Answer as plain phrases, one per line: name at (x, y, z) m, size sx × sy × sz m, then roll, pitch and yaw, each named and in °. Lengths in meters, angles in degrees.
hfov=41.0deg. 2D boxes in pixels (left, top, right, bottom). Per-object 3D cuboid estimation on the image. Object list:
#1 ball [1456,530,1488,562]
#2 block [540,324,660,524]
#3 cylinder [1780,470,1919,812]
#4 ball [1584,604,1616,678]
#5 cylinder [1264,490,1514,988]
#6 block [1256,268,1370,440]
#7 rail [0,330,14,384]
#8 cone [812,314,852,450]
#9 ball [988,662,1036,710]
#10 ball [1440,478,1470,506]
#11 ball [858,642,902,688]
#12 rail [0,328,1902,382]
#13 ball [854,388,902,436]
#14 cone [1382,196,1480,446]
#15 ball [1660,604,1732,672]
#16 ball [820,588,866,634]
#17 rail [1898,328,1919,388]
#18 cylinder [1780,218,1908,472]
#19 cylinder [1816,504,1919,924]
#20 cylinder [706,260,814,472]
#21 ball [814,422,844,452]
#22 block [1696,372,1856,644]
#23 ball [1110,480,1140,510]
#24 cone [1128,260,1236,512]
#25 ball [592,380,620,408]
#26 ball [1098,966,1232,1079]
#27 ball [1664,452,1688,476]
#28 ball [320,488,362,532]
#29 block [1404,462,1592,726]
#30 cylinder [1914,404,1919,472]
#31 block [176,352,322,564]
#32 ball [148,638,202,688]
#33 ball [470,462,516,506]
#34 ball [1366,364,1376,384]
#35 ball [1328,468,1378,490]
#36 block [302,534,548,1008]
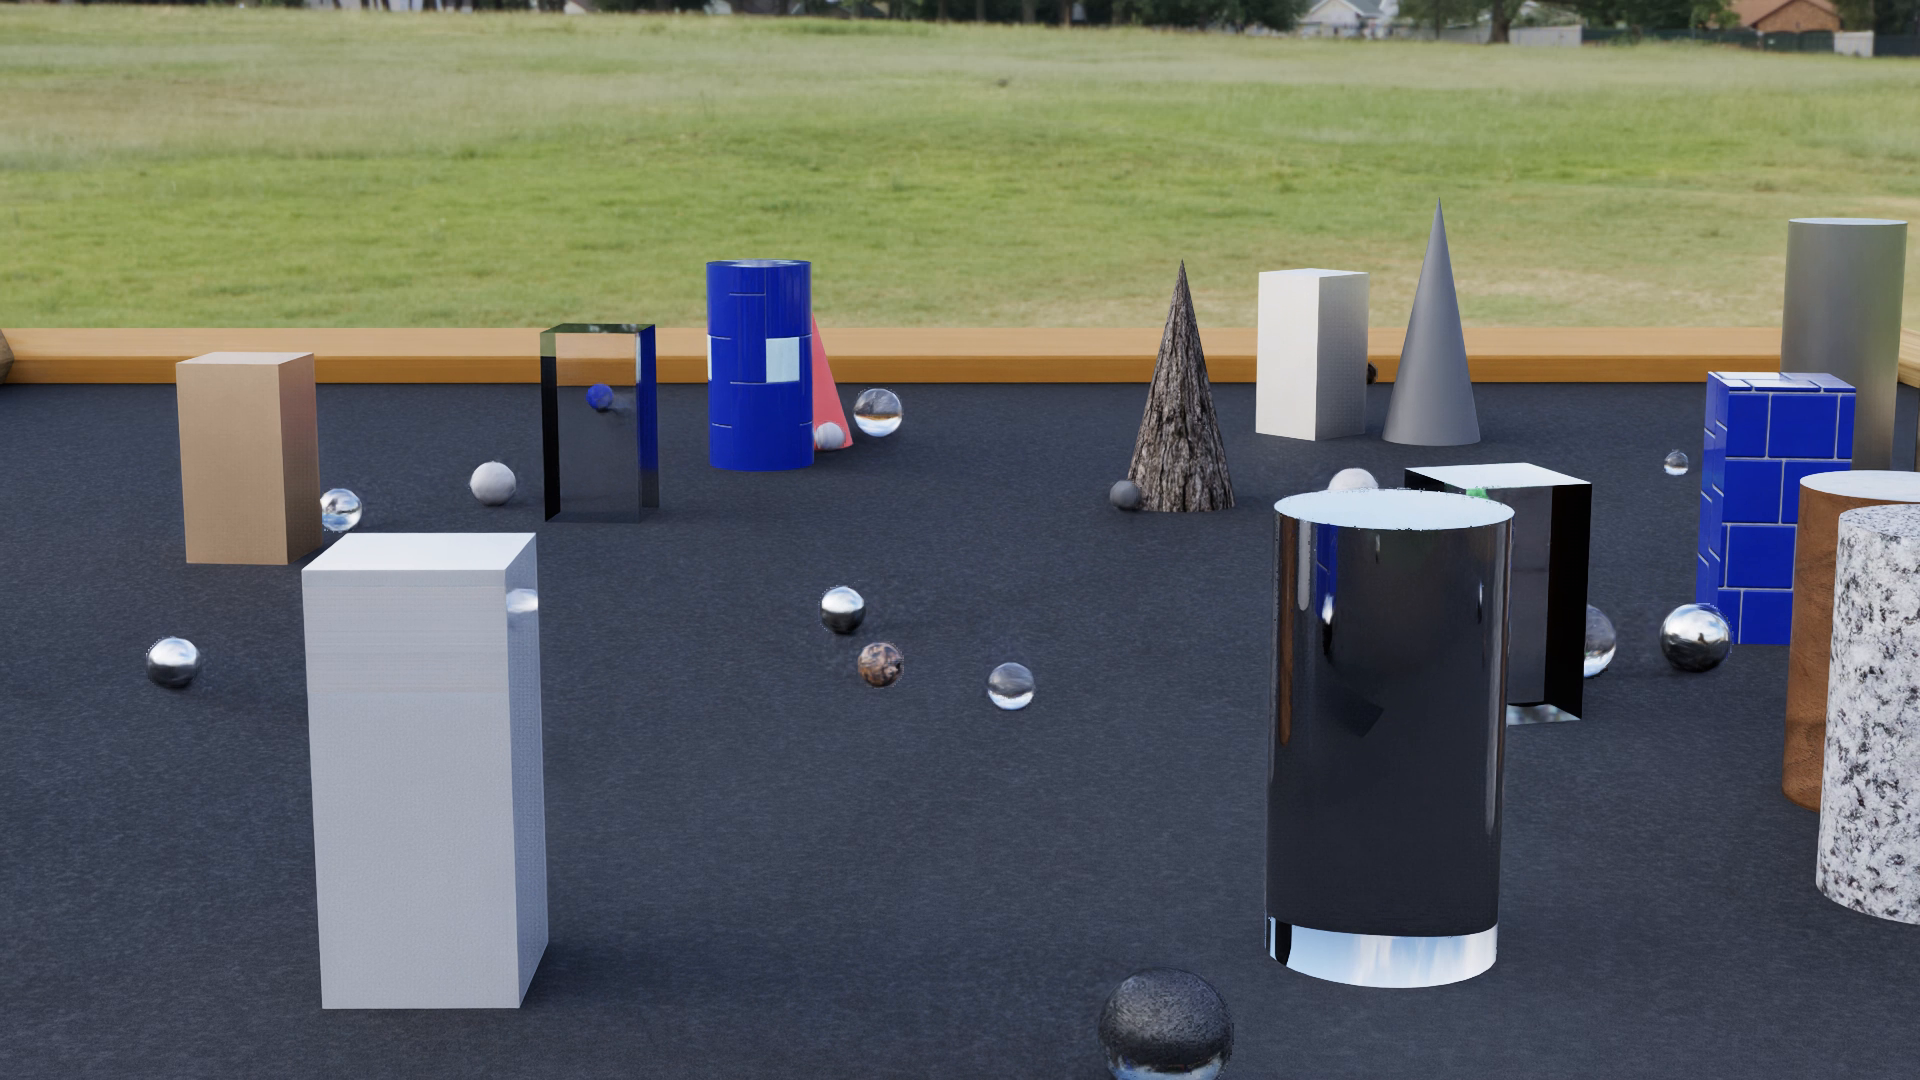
ball at (0.758, 0.008, 3.795) m, size 0.047 × 0.047 × 0.047 m, roll 0°, pitch 11°, yaw 0°
block at (-0.583, -0.191, 4.161) m, size 0.153 × 0.305 × 0.153 m, roll 1°, pitch 11°, yaw 5°
cylinder at (0.925, 0.103, 2.547) m, size 0.192 × 0.317 × 0.192 m, roll 0°, pitch 11°, yaw 0°
ball at (0.739, 0.120, 3.071) m, size 0.091 × 0.091 × 0.091 m, roll 0°, pitch 11°, yaw 0°
cylinder at (0.350, 0.157, 2.107) m, size 0.192 × 0.371 × 0.192 m, roll 0°, pitch 11°, yaw 0°
block at (0.699, -0.370, 5.087) m, size 0.153 × 0.319 × 0.153 m, roll -9°, pitch 14°, yaw -41°
rail at (-2.166, 0.034, 3.437) m, size 0.045 × 0.125 × 5.012 m, roll 0°, pitch 11°, yaw 0°
cone at (-0.303, -0.345, 4.943) m, size 0.192 × 0.322 × 0.192 m, roll 0°, pitch 11°, yaw 0°
ball at (0.058, 0.167, 2.922) m, size 0.054 × 0.054 × 0.054 m, roll 0°, pitch 11°, yaw 0°
ball at (0.822, -0.080, 4.264) m, size 0.049 × 0.049 × 0.049 m, roll 0°, pitch 11°, yaw 0°
ball at (-0.095, 0.147, 3.031) m, size 0.053 × 0.053 × 0.053 m, roll 0°, pitch 11°, yaw 0°
rail at (-0.014, -0.422, 5.890) m, size 4.380 × 0.125 × 0.045 m, roll 0°, pitch 11°, yaw 0°
ball at (-0.161, -0.251, 5.057) m, size 0.096 × 0.096 × 0.096 m, roll 0°, pitch 11°, yaw 0°
cone at (0.925, -0.432, 4.995) m, size 0.192 × 0.474 × 0.192 m, roll 0°, pitch 11°, yaw 0°
ball at (0.889, 0.119, 3.102) m, size 0.083 × 0.083 × 0.083 m, roll 0°, pitch 11°, yaw 0°
ball at (-0.152, 0.091, 3.315) m, size 0.060 × 0.060 × 0.060 m, roll 0°, pitch 11°, yaw 0°
rail at (2.166, 0.030, 3.461) m, size 0.045 × 0.125 × 5.012 m, roll 0°, pitch 11°, yaw 0°
cylinder at (1.503, -0.313, 4.386) m, size 0.192 × 0.462 × 0.192 m, roll 0°, pitch 11°, yaw 0°
cylinder at (0.862, 0.149, 2.251) m, size 0.192 × 0.334 × 0.192 m, roll 0°, pitch 11°, yaw 0°
cylinder at (-0.366, -0.323, 4.696) m, size 0.192 × 0.368 × 0.192 m, roll 0°, pitch 11°, yaw 0°
ball at (-0.249, -0.195, 4.865) m, size 0.056 × 0.056 × 0.056 m, roll 0°, pitch 11°, yaw 0°
block at (1.045, -0.043, 3.299) m, size 0.153 × 0.329 × 0.153 m, roll 1°, pitch 11°, yaw 6°
ball at (0.272, -0.074, 4.228) m, size 0.050 × 0.050 × 0.050 m, roll 0°, pitch 11°, yaw 0°
cone at (0.367, -0.265, 4.268) m, size 0.192 × 0.411 × 0.192 m, roll 0°, pitch 11°, yaw 0°
ball at (-0.758, -0.313, 5.494) m, size 0.058 × 0.058 × 0.058 m, roll 0°, pitch 11°, yaw 0°
ball at (0.146, 0.351, 1.824) m, size 0.095 × 0.095 × 0.095 m, roll 0°, pitch 11°, yaw 0°
ball at (1.279, -0.136, 4.581) m, size 0.044 × 0.044 × 0.044 m, roll 0°, pitch 11°, yaw 0°
ball at (-0.975, -0.047, 4.034) m, size 0.069 × 0.069 × 0.069 m, roll 0°, pitch 11°, yaw 0°
block at (0.604, 0.060, 2.910) m, size 0.153 × 0.269 × 0.153 m, roll -3°, pitch 11°, yaw -15°
cylinder at (1.575, -0.237, 3.935) m, size 0.192 × 0.479 × 0.192 m, roll 0°, pitch 11°, yaw 0°
block at (-1.057, -0.124, 3.826) m, size 0.153 × 0.296 × 0.153 m, roll 1°, pitch 11°, yaw 5°
ball at (-0.926, 0.145, 3.022) m, size 0.061 × 0.061 × 0.061 m, roll 0°, pitch 11°, yaw 0°
ball at (-0.776, -0.093, 4.267) m, size 0.074 × 0.074 × 0.074 m, roll 0°, pitch 11°, yaw 0°
ball at (0.925, -0.381, 5.872) m, size 0.052 × 0.052 × 0.052 m, roll 0°, pitch 11°, yaw 0°
ball at (0.637, -0.076, 4.155) m, size 0.082 × 0.082 × 0.082 m, roll 0°, pitch 11°, yaw 0°
block at (-0.421, 0.180, 2.046) m, size 0.153 × 0.349 × 0.153 m, roll 0°, pitch 11°, yaw -1°
